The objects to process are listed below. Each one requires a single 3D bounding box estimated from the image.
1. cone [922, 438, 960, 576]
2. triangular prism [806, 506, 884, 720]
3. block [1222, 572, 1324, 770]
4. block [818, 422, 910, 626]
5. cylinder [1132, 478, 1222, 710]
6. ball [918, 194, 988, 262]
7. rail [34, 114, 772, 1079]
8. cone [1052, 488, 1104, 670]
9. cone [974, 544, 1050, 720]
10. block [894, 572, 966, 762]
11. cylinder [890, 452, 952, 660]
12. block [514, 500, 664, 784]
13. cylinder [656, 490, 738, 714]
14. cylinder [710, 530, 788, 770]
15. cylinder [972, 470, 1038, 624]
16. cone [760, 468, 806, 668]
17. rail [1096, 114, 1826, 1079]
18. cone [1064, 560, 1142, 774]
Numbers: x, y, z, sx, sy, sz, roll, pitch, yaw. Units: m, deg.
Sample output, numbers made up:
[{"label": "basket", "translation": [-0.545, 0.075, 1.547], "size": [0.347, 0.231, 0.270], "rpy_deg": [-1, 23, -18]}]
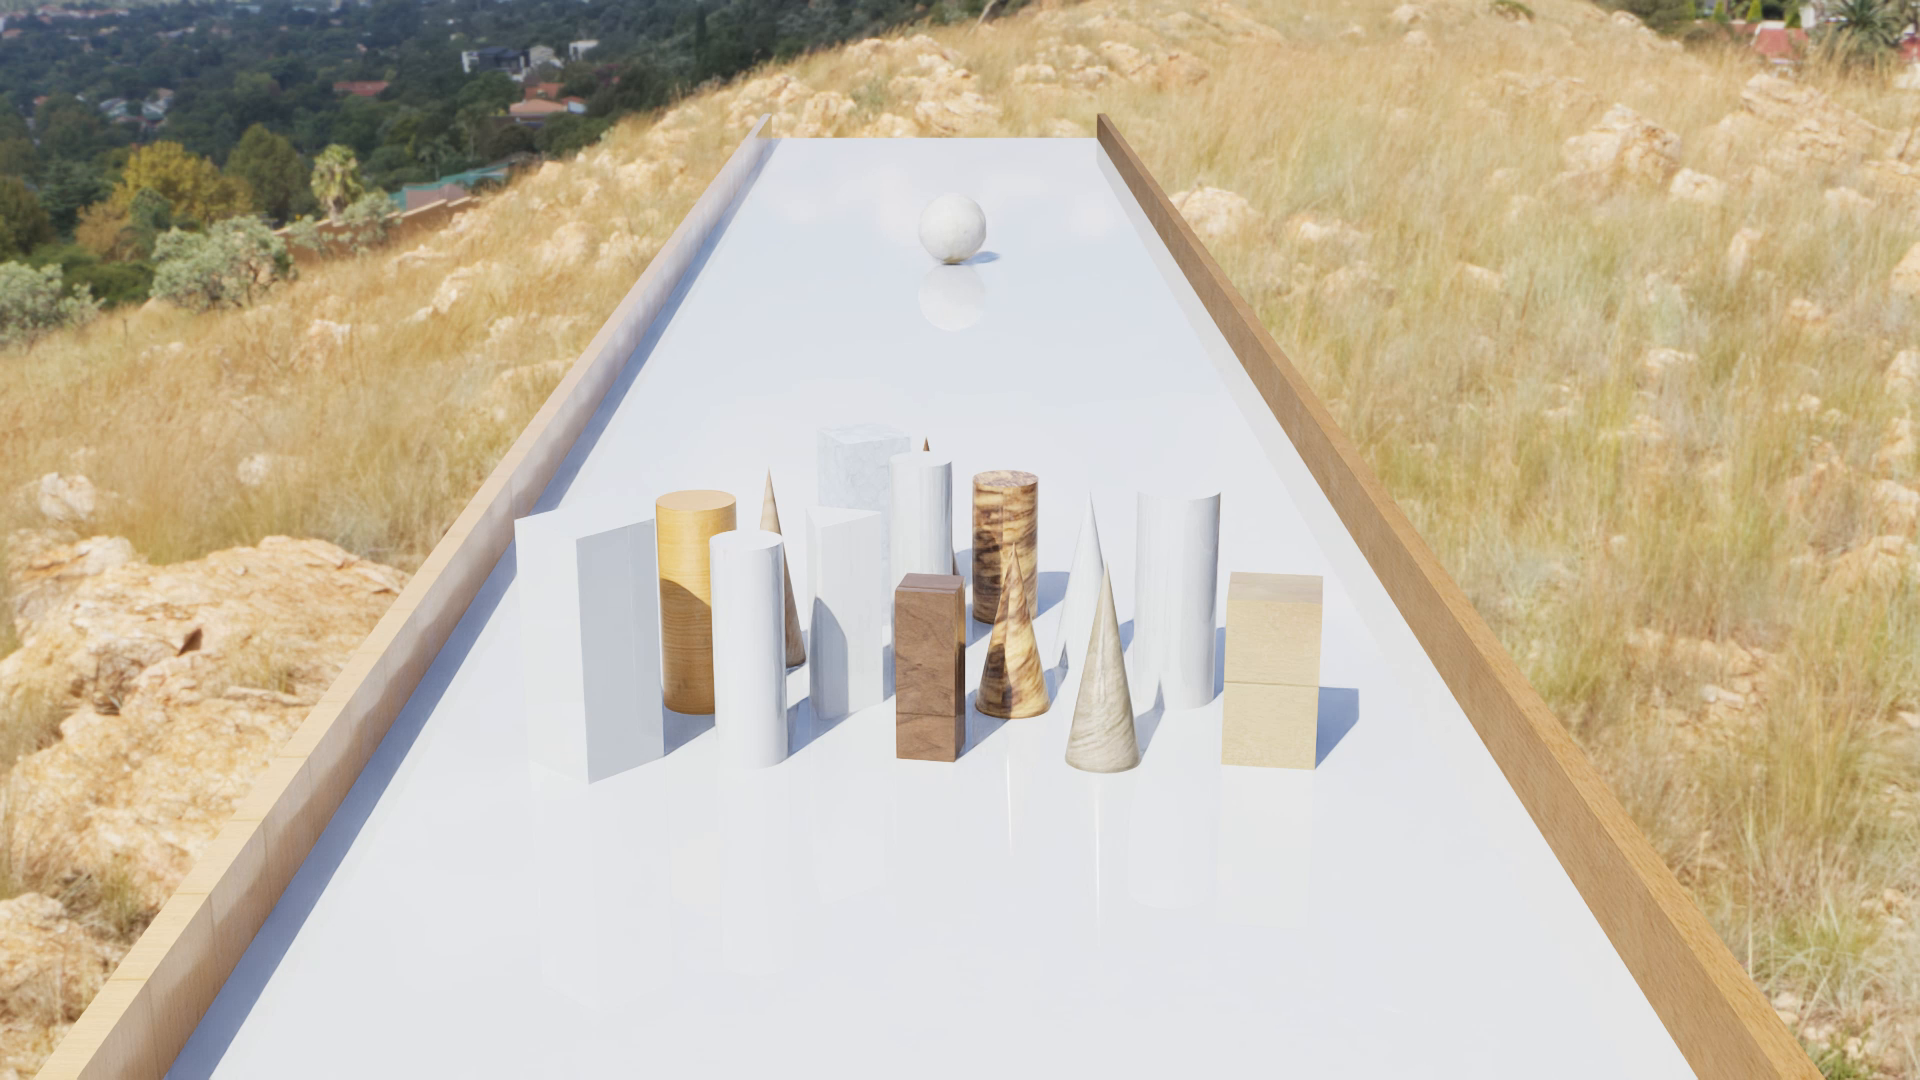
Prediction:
[{"label": "cone", "translation": [-0.074, -0.073, 4.898], "size": [0.152, 0.327, 0.152], "rpy_deg": [0, 17, 0]}, {"label": "triangular prism", "translation": [-0.245, 0.129, 4.135], "size": [0.149, 0.375, 0.129], "rpy_deg": [-14, 22, -40]}, {"label": "block", "translation": [0.556, 0.231, 3.911], "size": [0.164, 0.308, 0.164], "rpy_deg": [3, 17, 9]}, {"label": "block", "translation": [-0.200, -0.030, 4.621], "size": [0.147, 0.403, 0.147], "rpy_deg": [-8, 18, -25]}, {"label": "cylinder", "translation": [0.409, 0.102, 4.163], "size": [0.156, 0.412, 0.156], "rpy_deg": [0, 17, 0]}, {"label": "ball", "translation": [-0.030, -1.283, 9.040], "size": [0.284, 0.284, 0.284], "rpy_deg": [0, 17, 0]}, {"label": "rail", "translation": [-1.118, -0.838, 7.780], "size": [0.050, 0.150, 12.000], "rpy_deg": [0, 17, -1]}, {"label": "cone", "translation": [0.254, 0.067, 4.372], "size": [0.141, 0.359, 0.141], "rpy_deg": [0, 17, 0]}, {"label": "cone", "translation": [0.100, 0.157, 4.125], "size": [0.145, 0.327, 0.145], "rpy_deg": [0, 17, 0]}, {"label": "block", "translation": [-0.052, 0.227, 3.914], "size": [0.106, 0.314, 0.106], "rpy_deg": [3, 17, 10]}, {"label": "cylinder", "translation": [-0.077, 0.037, 4.383], "size": [0.125, 0.410, 0.125], "rpy_deg": [0, 17, 0]}, {"label": "block", "translation": [-0.648, 0.177, 3.856], "size": [0.170, 0.443, 0.170], "rpy_deg": [15, 22, 40]}, {"label": "cylinder", "translation": [-0.490, 0.116, 4.138], "size": [0.150, 0.398, 0.150], "rpy_deg": [0, 17, 0]}, {"label": "cylinder", "translation": [-0.371, 0.193, 3.873], "size": [0.128, 0.403, 0.128], "rpy_deg": [0, 17, 0]}, {"label": "cylinder", "translation": [0.095, 0.016, 4.645], "size": [0.139, 0.301, 0.139], "rpy_deg": [0, 17, 0]}, {"label": "cone", "translation": [-0.375, 0.046, 4.367], "size": [0.131, 0.401, 0.131], "rpy_deg": [0, 17, 0]}, {"label": "rail", "translation": [0.932, -0.844, 7.801], "size": [0.050, 0.150, 12.000], "rpy_deg": [0, 17, -1]}, {"label": "cone", "translation": [0.255, 0.211, 3.863], "size": [0.137, 0.372, 0.137], "rpy_deg": [0, 17, 0]}]
